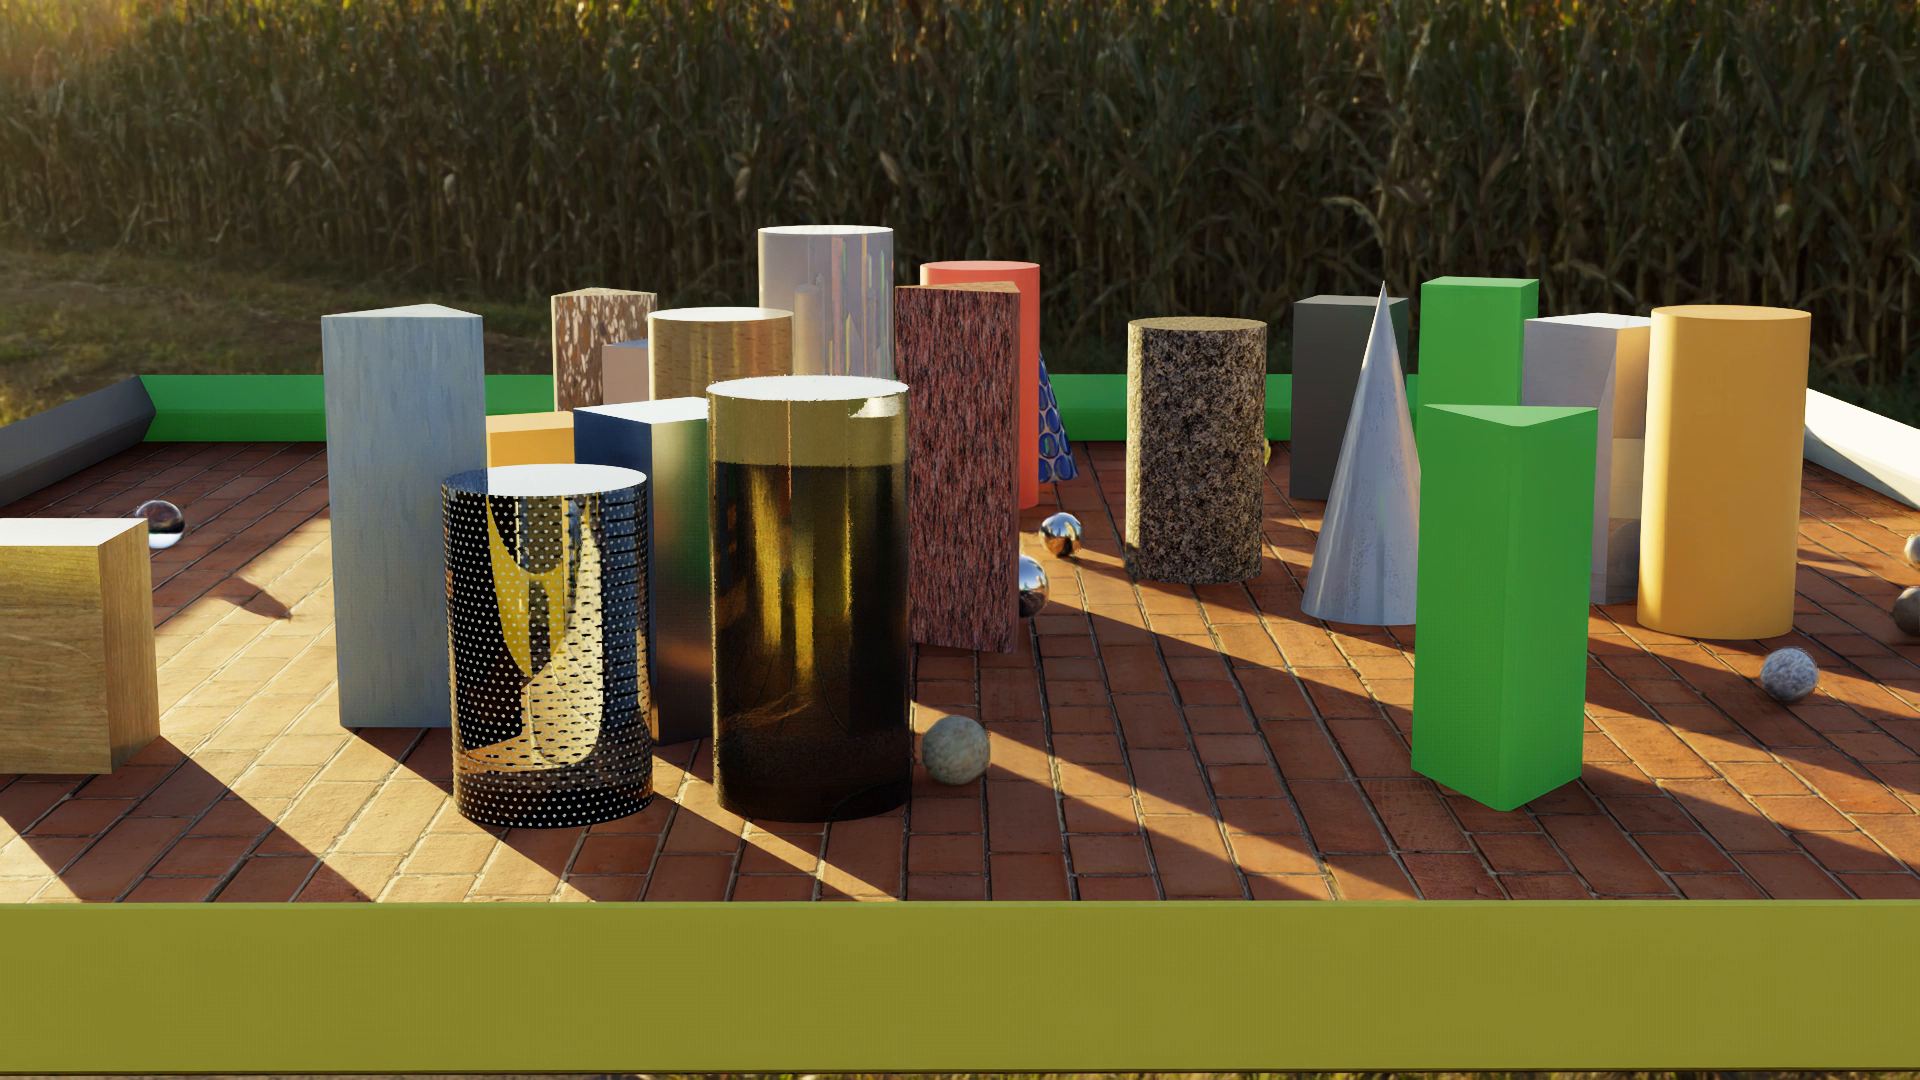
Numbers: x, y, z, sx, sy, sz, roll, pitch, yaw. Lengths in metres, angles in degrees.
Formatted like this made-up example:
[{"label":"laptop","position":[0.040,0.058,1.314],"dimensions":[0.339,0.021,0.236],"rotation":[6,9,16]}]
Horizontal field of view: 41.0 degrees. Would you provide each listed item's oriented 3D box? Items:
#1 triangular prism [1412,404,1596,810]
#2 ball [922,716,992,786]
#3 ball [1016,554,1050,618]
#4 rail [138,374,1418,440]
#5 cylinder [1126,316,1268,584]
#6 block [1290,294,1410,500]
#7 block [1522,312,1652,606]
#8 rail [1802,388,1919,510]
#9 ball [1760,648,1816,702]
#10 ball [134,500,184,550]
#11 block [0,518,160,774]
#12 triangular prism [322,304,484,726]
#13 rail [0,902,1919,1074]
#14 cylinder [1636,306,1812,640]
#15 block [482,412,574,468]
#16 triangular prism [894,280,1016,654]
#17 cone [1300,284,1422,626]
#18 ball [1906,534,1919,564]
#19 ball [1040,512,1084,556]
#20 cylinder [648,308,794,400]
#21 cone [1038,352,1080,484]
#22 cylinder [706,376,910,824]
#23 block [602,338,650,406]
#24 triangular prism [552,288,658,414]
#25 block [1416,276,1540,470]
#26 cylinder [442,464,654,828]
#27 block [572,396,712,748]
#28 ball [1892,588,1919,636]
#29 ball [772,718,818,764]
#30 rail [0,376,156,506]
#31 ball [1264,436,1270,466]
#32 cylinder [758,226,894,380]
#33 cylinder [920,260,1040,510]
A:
[{"label":"triangular prism","position":[0.533,0.059,2.615],"dimensions":[0.149,0.384,0.172],"rotation":[8,13,38]},{"label":"ball","position":[-0.004,0.215,2.628],"dimensions":[0.072,0.072,0.072],"rotation":[0,10,0]},{"label":"ball","position":[0.077,0.062,3.421],"dimensions":[0.085,0.085,0.085],"rotation":[0,10,0]},{"label":"rail","position":[-0.009,-0.256,5.009],"dimensions":[3.194,0.129,0.045],"rotation":[0,10,0]},{"label":"cylinder","position":[0.341,-0.133,3.713],"dimensions":[0.198,0.362,0.198],"rotation":[0,10,0]},{"label":"block","position":[0.666,-0.244,4.390],"dimensions":[0.159,0.333,0.159],"rotation":[4,11,23]},{"label":"block","position":[0.895,-0.117,3.580],"dimensions":[0.159,0.379,0.159],"rotation":[-8,13,-37]},{"label":"rail","position":[1.573,0.032,3.458],"dimensions":[0.045,0.129,3.221],"rotation":[0,10,0]},{"label":"ball","position":[0.960,0.156,2.973],"dimensions":[0.062,0.062,0.062],"rotation":[0,10,0]},{"label":"ball","position":[-1.221,-0.023,3.908],"dimensions":[0.075,0.075,0.075],"rotation":[0,10,0]},{"label":"block","position":[-0.962,0.110,2.729],"dimensions":[0.159,0.242,0.159],"rotation":[0,10,1]},{"label":"triangular prism","position":[-0.606,-0.031,2.895],"dimensions":[0.172,0.458,0.149],"rotation":[0,10,1]},{"label":"rail","position":[0.009,0.322,1.888],"dimensions":[3.194,0.129,0.045],"rotation":[0,10,0]},{"label":"cylinder","position":[0.997,-0.092,3.356],"dimensions":[0.198,0.412,0.198],"rotation":[0,10,0]},{"label":"block","position":[-0.579,-0.035,3.478],"dimensions":[0.159,0.254,0.159],"rotation":[-5,12,-27]},{"label":"triangular prism","position":[0.029,-0.099,3.282],"dimensions":[0.172,0.452,0.149],"rotation":[6,12,28]},{"label":"cone","position":[0.561,-0.125,3.436],"dimensions":[0.198,0.446,0.198],"rotation":[0,10,0]},{"label":"ball","position":[1.419,0.014,3.789],"dimensions":[0.044,0.044,0.044],"rotation":[0,10,0]},{"label":"ball","position":[0.152,-0.008,3.851],"dimensions":[0.066,0.066,0.066],"rotation":[0,10,0]},{"label":"cylinder","position":[-0.326,-0.116,3.541],"dimensions":[0.198,0.392,0.198],"rotation":[0,10,0]},{"label":"cone","position":[0.116,-0.272,4.598],"dimensions":[0.198,0.313,0.198],"rotation":[0,10,0]},{"label":"cylinder","position":[-0.149,0.054,2.558],"dimensions":[0.198,0.414,0.198],"rotation":[0,10,0]},{"label":"block","position":[-0.454,-0.167,4.086],"dimensions":[0.159,0.293,0.159],"rotation":[6,12,30]},{"label":"triangular prism","position":[-0.605,-0.243,4.331],"dimensions":[0.172,0.353,0.149],"rotation":[-3,11,-15]},{"label":"block","position":[0.842,-0.230,4.183],"dimensions":[0.159,0.382,0.159],"rotation":[4,11,22]},{"label":"cylinder","position":[-0.407,0.101,2.547],"dimensions":[0.198,0.326,0.198],"rotation":[0,10,0]},{"label":"block","position":[-0.316,0.030,2.854],"dimensions":[0.159,0.353,0.159],"rotation":[-9,14,-39]},{"label":"ball","position":[1.237,0.093,3.310],"dimensions":[0.064,0.064,0.064],"rotation":[0,10,0]},{"label":"ball","position":[-0.174,0.212,2.709],"dimensions":[0.048,0.048,0.048],"rotation":[0,10,0]},{"label":"rail","position":[-1.573,0.035,3.440],"dimensions":[0.045,0.129,3.221],"rotation":[0,10,0]},{"label":"ball","position":[0.519,-0.159,4.624],"dimensions":[0.081,0.081,0.081],"rotation":[0,10,0]},{"label":"cylinder","position":[-0.197,-0.215,3.810],"dimensions":[0.198,0.488,0.198],"rotation":[0,10,0]},{"label":"cylinder","position":[0.033,-0.260,4.297],"dimensions":[0.198,0.399,0.198],"rotation":[0,10,0]}]
